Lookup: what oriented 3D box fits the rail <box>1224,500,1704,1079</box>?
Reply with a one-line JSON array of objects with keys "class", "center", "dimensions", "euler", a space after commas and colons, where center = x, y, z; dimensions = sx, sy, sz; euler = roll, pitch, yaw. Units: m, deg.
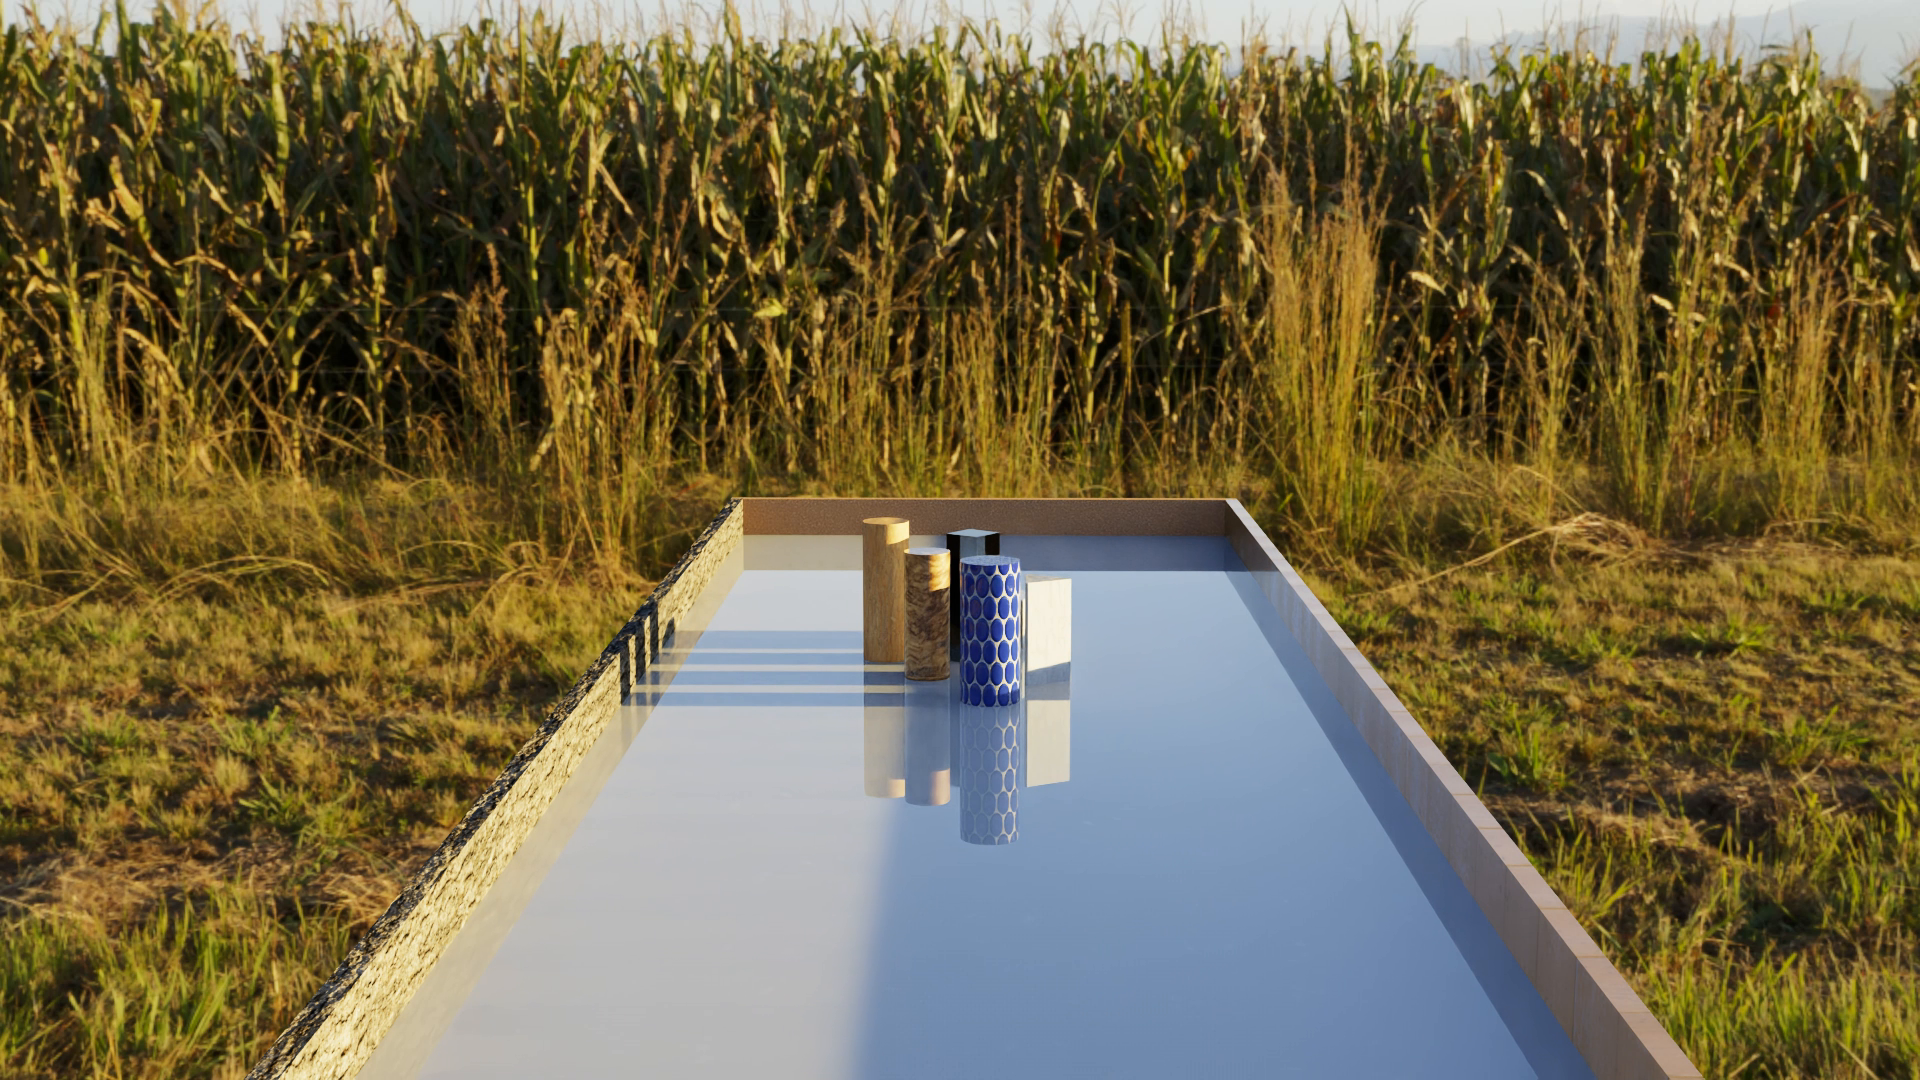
[{"class": "rail", "center": [1.046, 0.843, 3.208], "dimensions": [0.050, 0.150, 12.000], "euler": [0, 9, 1]}]

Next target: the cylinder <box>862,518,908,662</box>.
[{"class": "cylinder", "center": [-0.225, 0.151, 6.699], "dimensions": [0.141, 0.424, 0.141], "euler": [0, 9, 0]}]

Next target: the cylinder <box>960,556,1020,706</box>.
[{"class": "cylinder", "center": [0.084, 0.253, 6.145], "dimensions": [0.169, 0.397, 0.169], "euler": [0, 9, 0]}]

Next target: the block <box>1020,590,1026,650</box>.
[{"class": "block", "center": [0.074, 0.241, 6.988], "dimensions": [0.343, 0.156, 0.156], "euler": [4, 10, 25]}]

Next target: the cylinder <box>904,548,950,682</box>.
[{"class": "cylinder", "center": [-0.096, 0.217, 6.444], "dimensions": [0.135, 0.374, 0.135], "euler": [0, 9, 0]}]

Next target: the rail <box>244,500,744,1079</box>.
[{"class": "rail", "center": [-1.004, 0.839, 3.234], "dimensions": [0.050, 0.150, 12.000], "euler": [0, 9, 1]}]

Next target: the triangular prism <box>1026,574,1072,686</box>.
[{"class": "triangular prism", "center": [0.226, 0.257, 6.422], "dimensions": [0.150, 0.301, 0.130], "euler": [-5, 10, -28]}]

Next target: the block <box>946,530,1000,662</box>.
[{"class": "block", "center": [0.040, 0.172, 6.680], "dimensions": [0.115, 0.391, 0.115], "euler": [7, 11, 37]}]

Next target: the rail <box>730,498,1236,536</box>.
[{"class": "rail", "center": [0.099, -0.098, 9.147], "dimensions": [2.100, 0.150, 0.050], "euler": [0, 9, 1]}]
